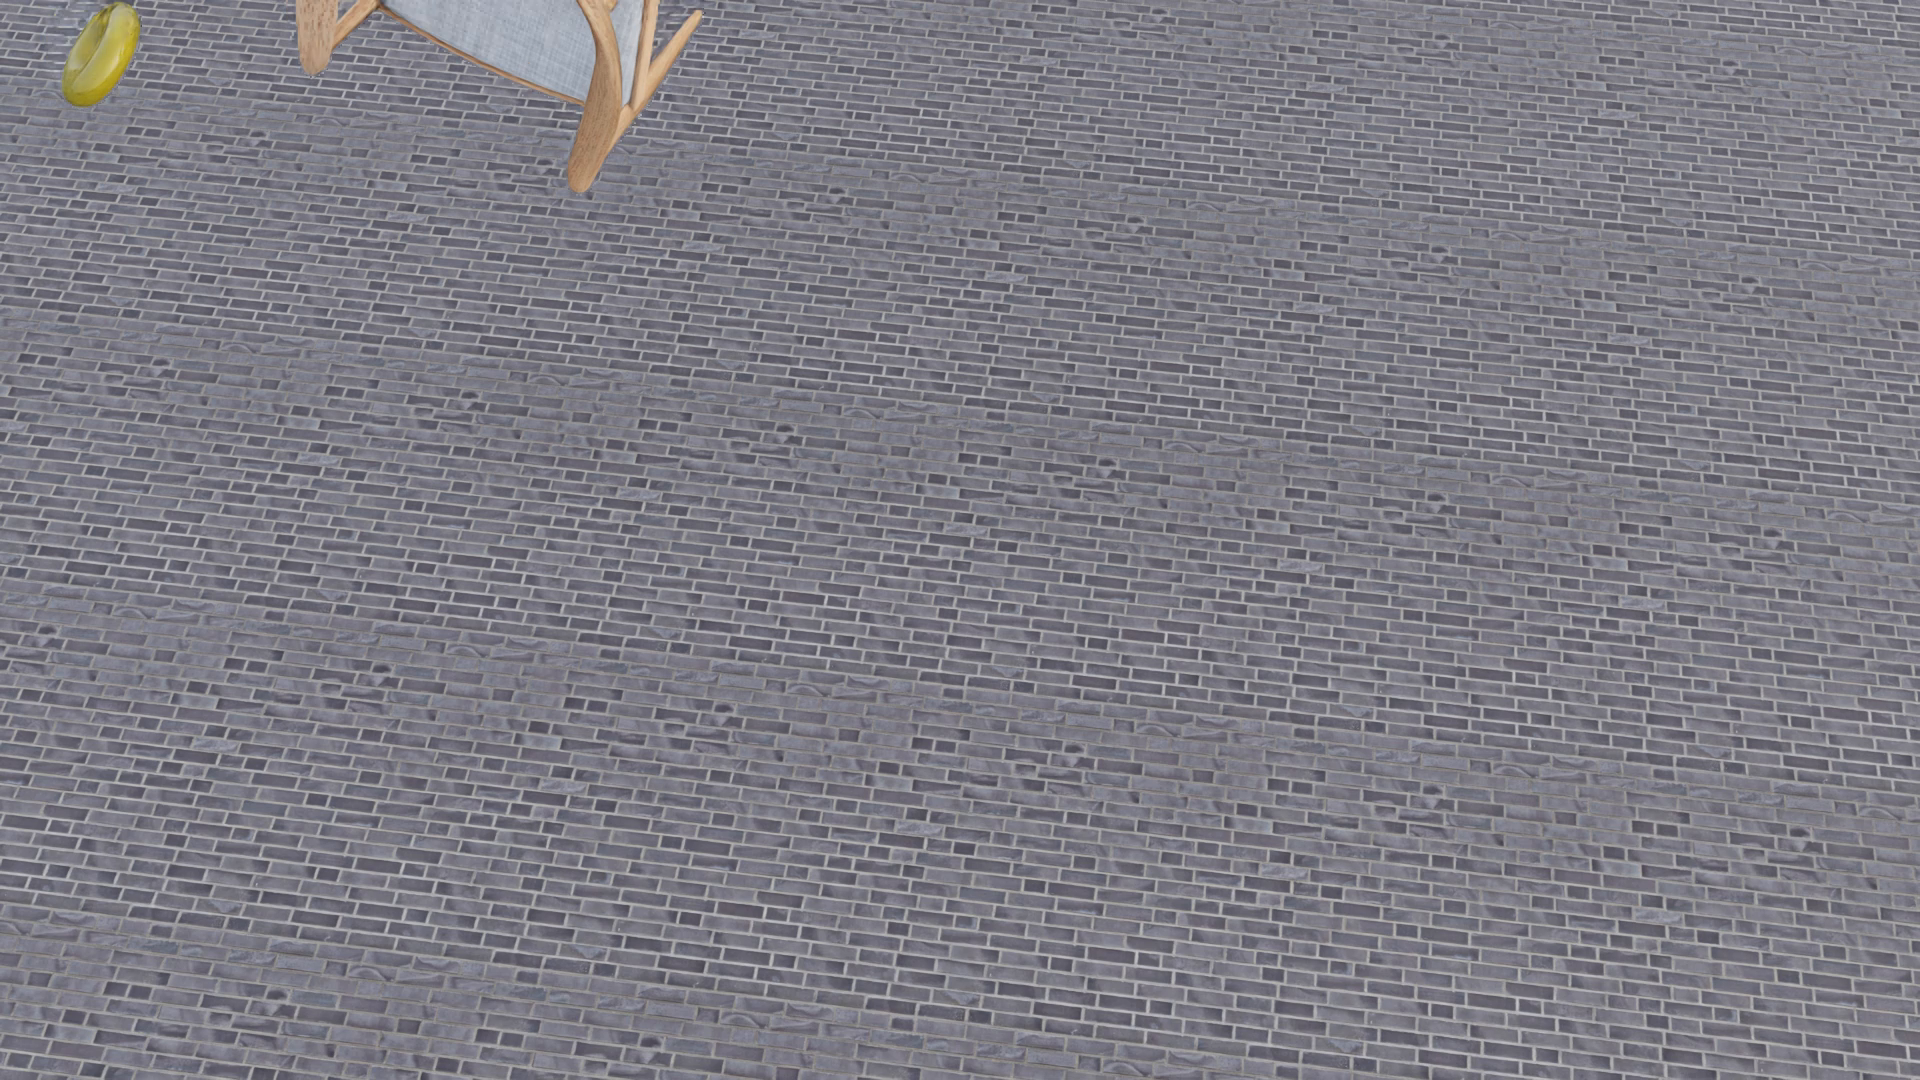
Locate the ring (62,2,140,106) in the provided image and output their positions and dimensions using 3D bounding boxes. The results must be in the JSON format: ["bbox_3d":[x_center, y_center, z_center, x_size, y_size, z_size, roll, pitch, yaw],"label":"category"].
[{"bbox_3d":[-1.659,-0.937,4.245,0.216,0.062,0.261,-45,39,16],"label":"ring"}]
